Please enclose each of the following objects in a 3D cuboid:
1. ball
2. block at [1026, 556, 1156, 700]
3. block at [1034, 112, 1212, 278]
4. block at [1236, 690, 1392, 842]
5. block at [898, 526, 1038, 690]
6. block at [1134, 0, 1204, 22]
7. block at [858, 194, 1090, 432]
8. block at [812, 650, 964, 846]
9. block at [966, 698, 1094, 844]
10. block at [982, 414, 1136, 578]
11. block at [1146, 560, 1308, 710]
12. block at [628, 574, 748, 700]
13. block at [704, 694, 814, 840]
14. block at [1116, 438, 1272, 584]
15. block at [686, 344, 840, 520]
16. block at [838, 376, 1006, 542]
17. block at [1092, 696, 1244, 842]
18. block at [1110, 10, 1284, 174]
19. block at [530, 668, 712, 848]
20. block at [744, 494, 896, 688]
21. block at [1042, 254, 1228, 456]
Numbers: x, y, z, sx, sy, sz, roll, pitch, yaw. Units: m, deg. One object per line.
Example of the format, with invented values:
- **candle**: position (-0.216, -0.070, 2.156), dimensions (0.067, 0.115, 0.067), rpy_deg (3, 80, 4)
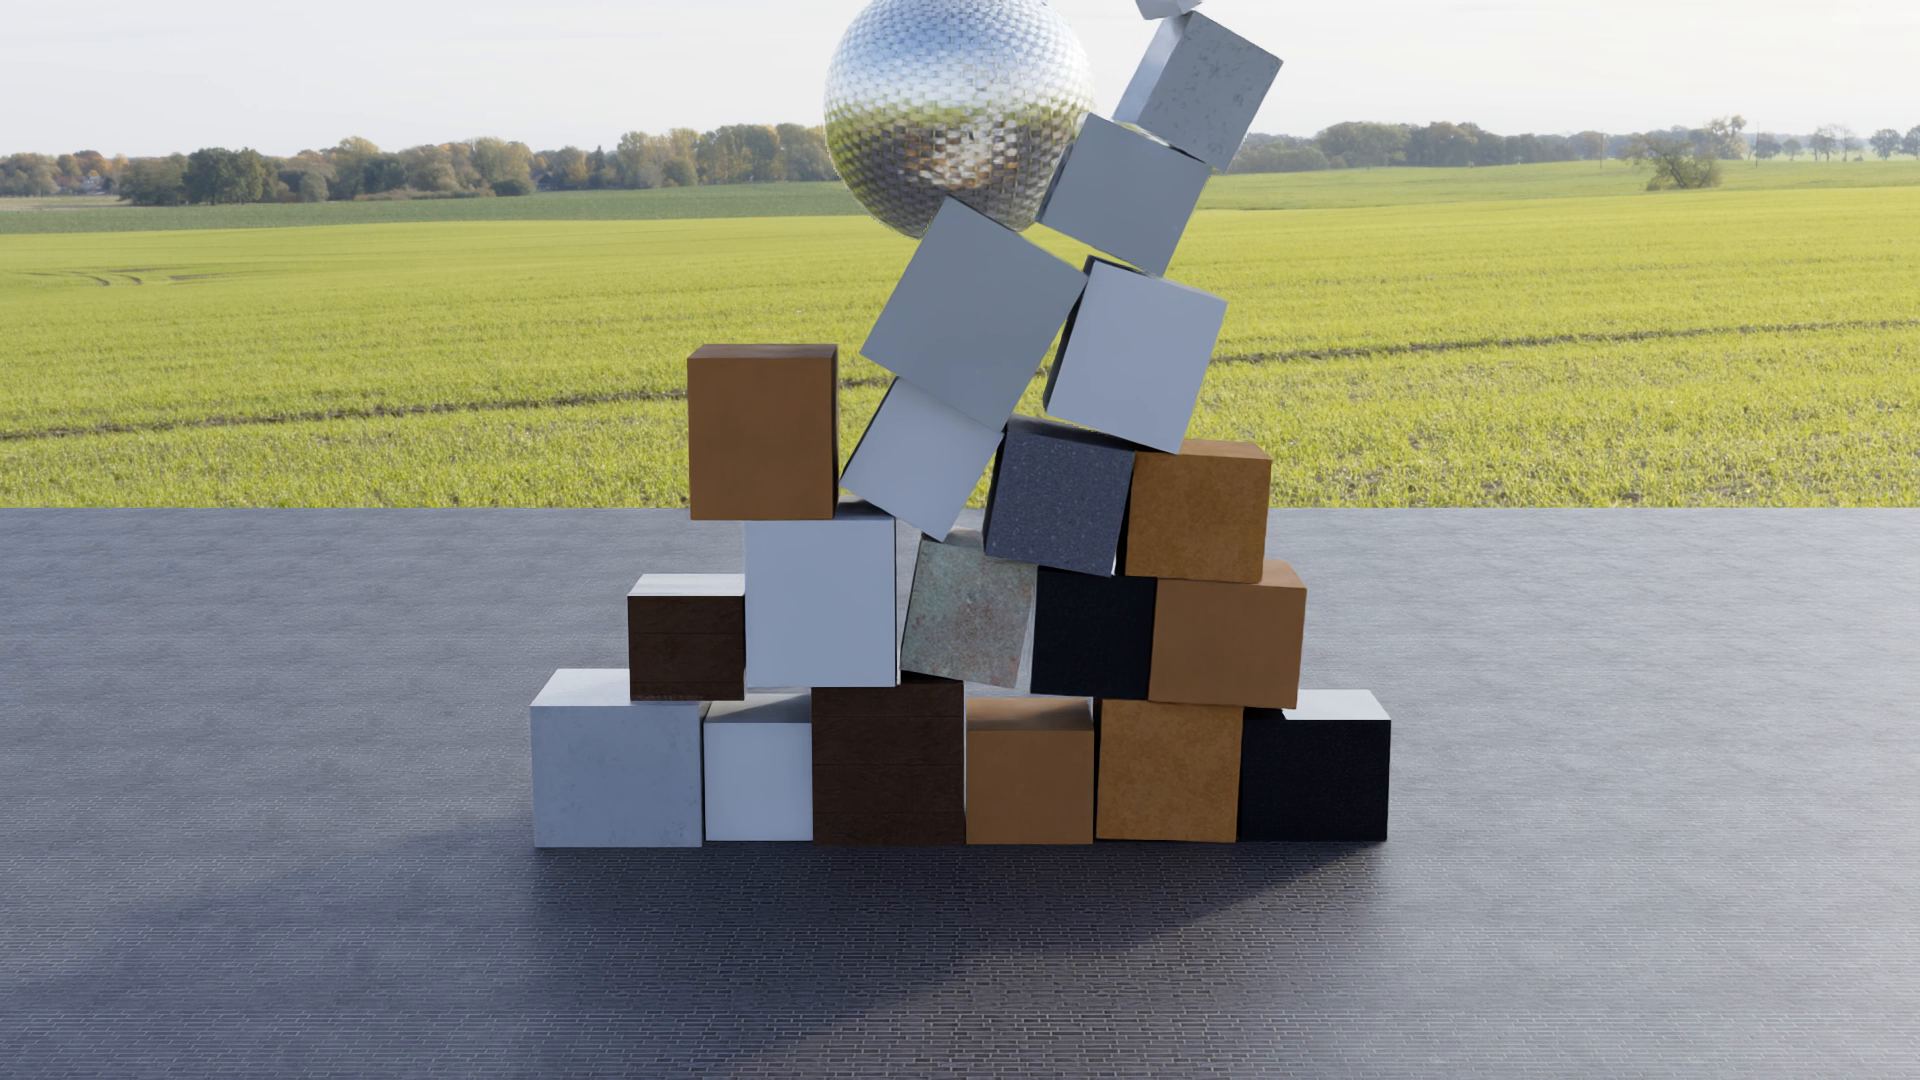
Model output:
- **ball**: position (0.000, -2.516, 12.831), dimensions (1.600, 1.600, 1.600), rpy_deg (0, 10, 0)
- **block**: position (0.658, 0.426, 11.246), dimensions (0.583, 0.629, 0.574), rpy_deg (3, 10, -1)
- **block**: position (0.790, -1.701, 10.844), dimensions (0.649, 0.578, 0.558), rpy_deg (23, 8, -5)
- **block**: position (1.795, 1.161, 11.397), dimensions (0.740, 0.638, 0.612), rpy_deg (0, 10, 0)
- **block**: position (0.042, 0.323, 11.241), dimensions (0.591, 0.667, 0.579), rpy_deg (10, 10, -2)
- **block**: position (1.082, -2.881, 10.660), dimensions (0.515, 0.493, 0.508), rpy_deg (-33, 17, -9)
- **block**: position (0.069, -1.148, 10.982), dimensions (0.788, 0.869, 0.792), rpy_deg (29, 8, -4)
- **block**: position (-0.361, 1.064, 11.375), dimensions (0.759, 0.836, 0.744), rpy_deg (0, 10, 0)
- **block**: position (0.352, 1.187, 11.382), dimensions (0.639, 0.592, 0.660), rpy_deg (0, 10, 0)
- **block**: position (0.485, -0.241, 11.110), dimensions (0.632, 0.630, 0.726), rpy_deg (10, 10, -2)
- **block**: position (1.328, 0.454, 11.269), dimensions (0.740, 0.619, 0.736), rpy_deg (3, 10, 0)
- **block**: position (-1.368, 0.492, 11.261), dimensions (0.572, 0.538, 0.561), rpy_deg (0, 10, 0)
- **block**: position (-1.019, 1.170, 11.408), dimensions (0.544, 0.616, 0.595), rpy_deg (0, 10, 0)
- **block**: position (1.173, -0.166, 11.155), dimensions (0.681, 0.621, 0.625), rpy_deg (3, 10, -1)
- **block**: position (-0.973, -0.555, 11.050), dimensions (0.695, 0.794, 0.765), rpy_deg (0, 10, 0)
- **block**: position (-0.190, -0.446, 11.101), dimensions (0.592, 0.625, 0.573), rpy_deg (29, 9, -5)
- **block**: position (1.053, 1.108, 11.382), dimensions (0.708, 0.722, 0.643), rpy_deg (2, 10, -1)
- **block**: position (1.154, -2.204, 10.797), dimensions (0.507, 0.601, 0.544), rpy_deg (26, 7, -14)
- **block**: position (-1.720, 1.115, 11.383), dimensions (0.839, 0.733, 0.779), rpy_deg (0, 10, 0)
- **block**: position (-0.695, 0.245, 11.204), dimensions (0.735, 0.836, 0.798), rpy_deg (0, 10, -1)
- **block**: position (0.859, -0.937, 10.977), dimensions (0.678, 0.779, 0.663), rpy_deg (17, 10, -3)
